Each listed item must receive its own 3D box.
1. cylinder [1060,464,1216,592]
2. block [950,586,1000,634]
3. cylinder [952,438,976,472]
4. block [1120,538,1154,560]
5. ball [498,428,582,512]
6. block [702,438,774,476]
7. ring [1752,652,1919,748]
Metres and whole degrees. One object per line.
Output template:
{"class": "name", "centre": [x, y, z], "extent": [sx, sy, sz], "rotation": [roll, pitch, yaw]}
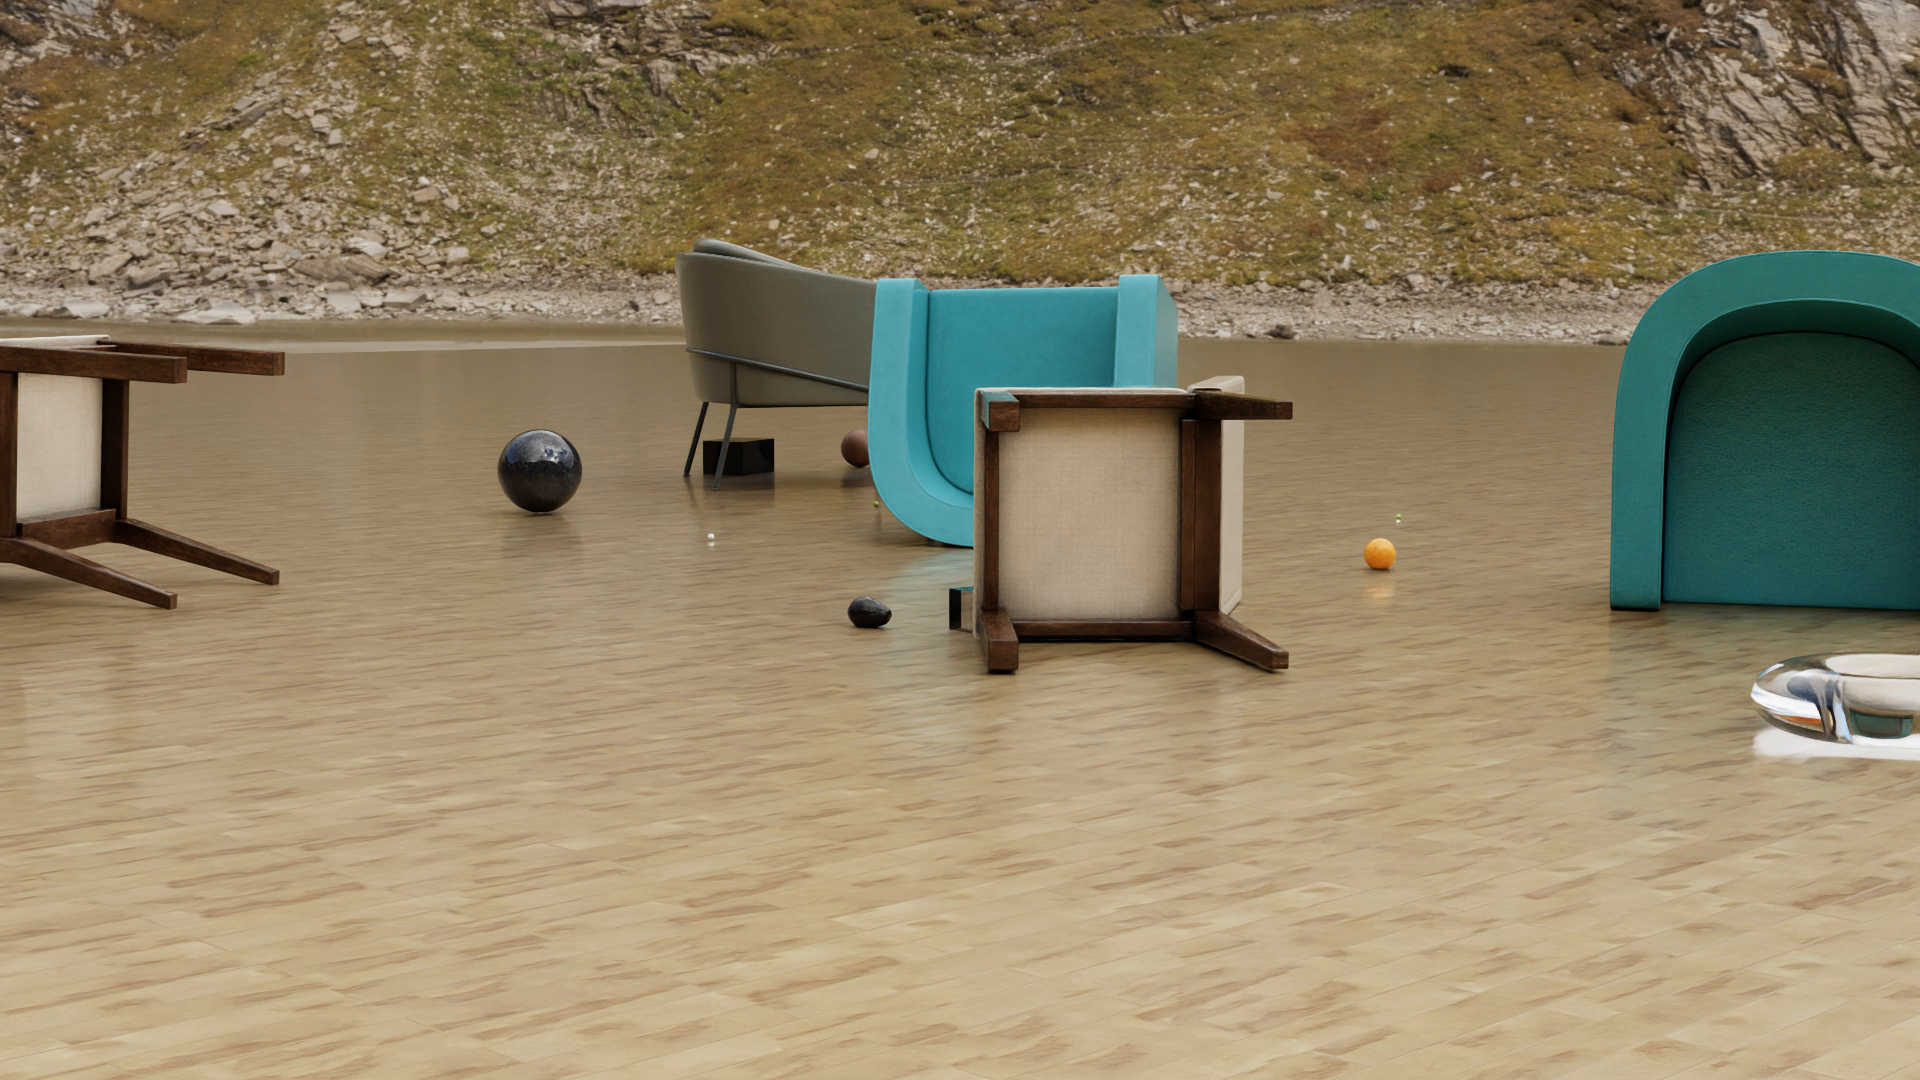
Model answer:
{"class": "cylinder", "centre": [0.365, -0.023, 5.301], "extent": [0.308, 0.289, 0.191], "rotation": [0, 30, -1]}
{"class": "block", "centre": [0.027, 0.129, 4.780], "extent": [0.064, 0.077, 0.072], "rotation": [-4, 7, -37]}
{"class": "cylinder", "centre": [0.016, -0.285, 8.627], "extent": [0.063, 0.111, 0.113], "rotation": [1, 38, 9]}
{"class": "block", "centre": [0.414, 0.020, 6.013], "extent": [0.060, 0.042, 0.085], "rotation": [-1, 6, -10]}
{"class": "ball", "centre": [-1.169, -0.192, 7.138], "extent": [0.234, 0.234, 0.234], "rotation": [0, 6, 0]}
{"class": "block", "centre": [-0.741, -0.281, 8.595], "extent": [0.153, 0.111, 0.209], "rotation": [3, 7, 26]}
{"class": "ring", "centre": [1.348, 0.230, 3.706], "extent": [0.394, 0.099, 0.348], "rotation": [2, 7, 25]}
